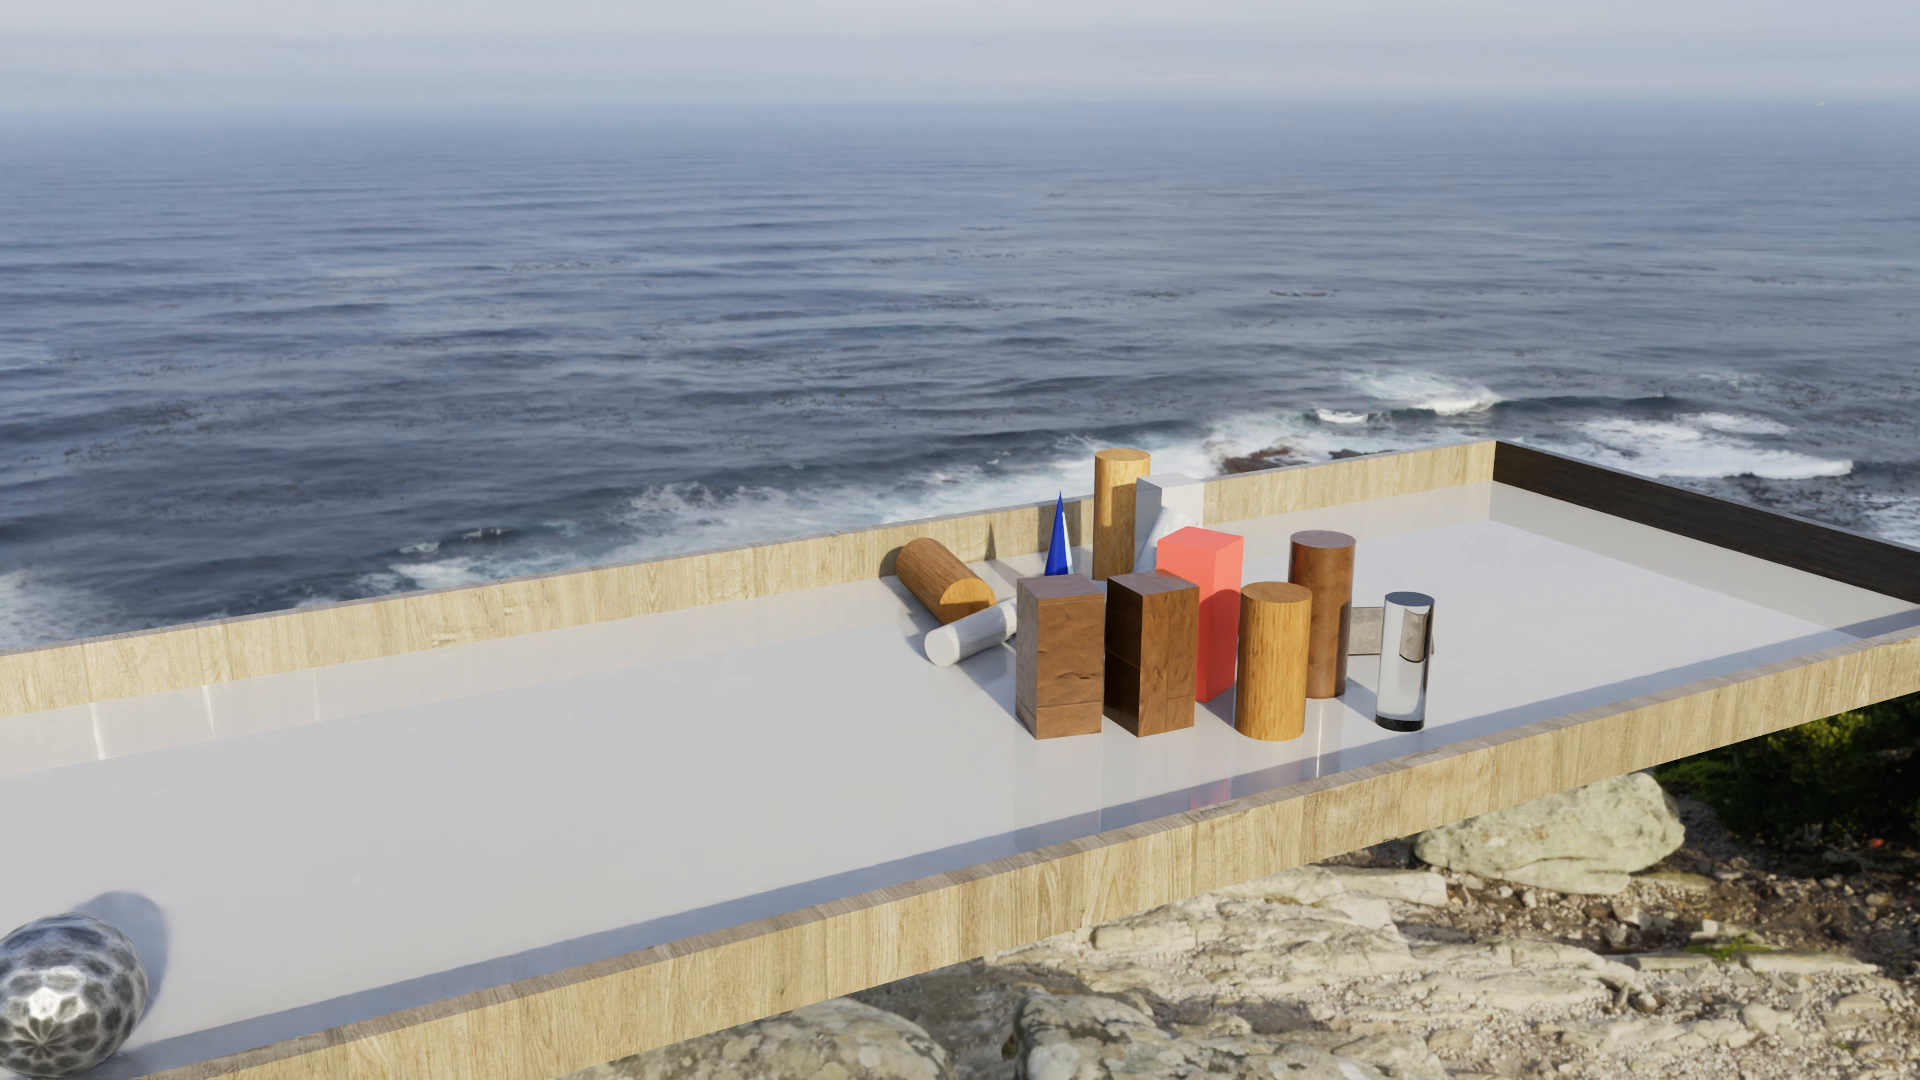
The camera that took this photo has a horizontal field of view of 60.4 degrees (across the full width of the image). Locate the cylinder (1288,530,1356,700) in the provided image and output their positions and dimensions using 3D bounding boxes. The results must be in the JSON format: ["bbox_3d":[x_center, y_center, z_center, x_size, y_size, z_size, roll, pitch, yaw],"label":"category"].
[{"bbox_3d":[0.880,0.182,4.052,0.157,0.385,0.157,0,16,0],"label":"cylinder"}]

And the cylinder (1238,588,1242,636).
[{"bbox_3d":[0.583,0.220,4.326,0.377,0.157,0.157,-14,21,-39],"label":"cylinder"}]

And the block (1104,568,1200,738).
[{"bbox_3d":[0.445,0.262,3.852,0.153,0.345,0.153,-8,18,-25],"label":"block"}]

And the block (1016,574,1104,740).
[{"bbox_3d":[0.230,0.269,3.836,0.159,0.340,0.159,-4,17,-15],"label":"block"}]

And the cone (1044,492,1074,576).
[{"bbox_3d":[0.279,0.029,4.632,0.122,0.352,0.122,0,16,0],"label":"cone"}]

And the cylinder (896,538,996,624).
[{"bbox_3d":[-0.044,0.125,4.641,0.163,0.163,0.408,-5,17,-18],"label":"cylinder"}]

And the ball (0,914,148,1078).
[{"bbox_3d":[-1.387,0.701,2.539,0.244,0.244,0.244,0,16,0],"label":"ball"}]

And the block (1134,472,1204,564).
[{"bbox_3d":[0.577,0.024,4.578,0.133,0.392,0.133,-7,18,-24],"label":"block"}]

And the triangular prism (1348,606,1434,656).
[{"bbox_3d":[1.029,0.230,4.365,0.425,0.110,0.127,-1,17,-4],"label":"triangular prism"}]

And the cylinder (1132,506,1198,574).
[{"bbox_3d":[0.516,0.092,4.401,0.110,0.352,0.110,23,0,0],"label":"cylinder"}]

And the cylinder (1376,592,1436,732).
[{"bbox_3d":[1.037,0.283,3.845,0.113,0.308,0.113,0,16,0],"label":"cylinder"}]

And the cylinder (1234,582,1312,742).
[{"bbox_3d":[0.723,0.279,3.812,0.160,0.334,0.160,0,16,0],"label":"cylinder"}]

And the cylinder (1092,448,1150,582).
[{"bbox_3d":[0.469,-0.052,4.815,0.159,0.404,0.159,0,16,0],"label":"cylinder"}]

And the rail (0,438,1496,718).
[{"bbox_3d":[-3.305,0.497,3.399,12.000,0.150,0.050,-9,18,-27],"label":"rail"}]

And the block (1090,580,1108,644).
[{"bbox_3d":[0.322,0.227,4.379,0.115,0.115,0.438,5,17,16],"label":"block"}]

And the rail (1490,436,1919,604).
[{"bbox_3d":[2.466,-0.048,5.253,0.050,0.150,2.100,-9,18,-27],"label":"rail"}]

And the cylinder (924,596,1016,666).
[{"bbox_3d":[0.086,0.229,4.399,0.100,0.100,0.443,13,21,37],"label":"cylinder"}]

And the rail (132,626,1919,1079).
[{"bbox_3d":[-2.336,1.006,1.665,12.000,0.150,0.050,-9,18,-27],"label":"rail"}]

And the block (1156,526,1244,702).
[{"bbox_3d":[0.581,0.180,4.053,0.155,0.385,0.155,12,20,33],"label":"block"}]
